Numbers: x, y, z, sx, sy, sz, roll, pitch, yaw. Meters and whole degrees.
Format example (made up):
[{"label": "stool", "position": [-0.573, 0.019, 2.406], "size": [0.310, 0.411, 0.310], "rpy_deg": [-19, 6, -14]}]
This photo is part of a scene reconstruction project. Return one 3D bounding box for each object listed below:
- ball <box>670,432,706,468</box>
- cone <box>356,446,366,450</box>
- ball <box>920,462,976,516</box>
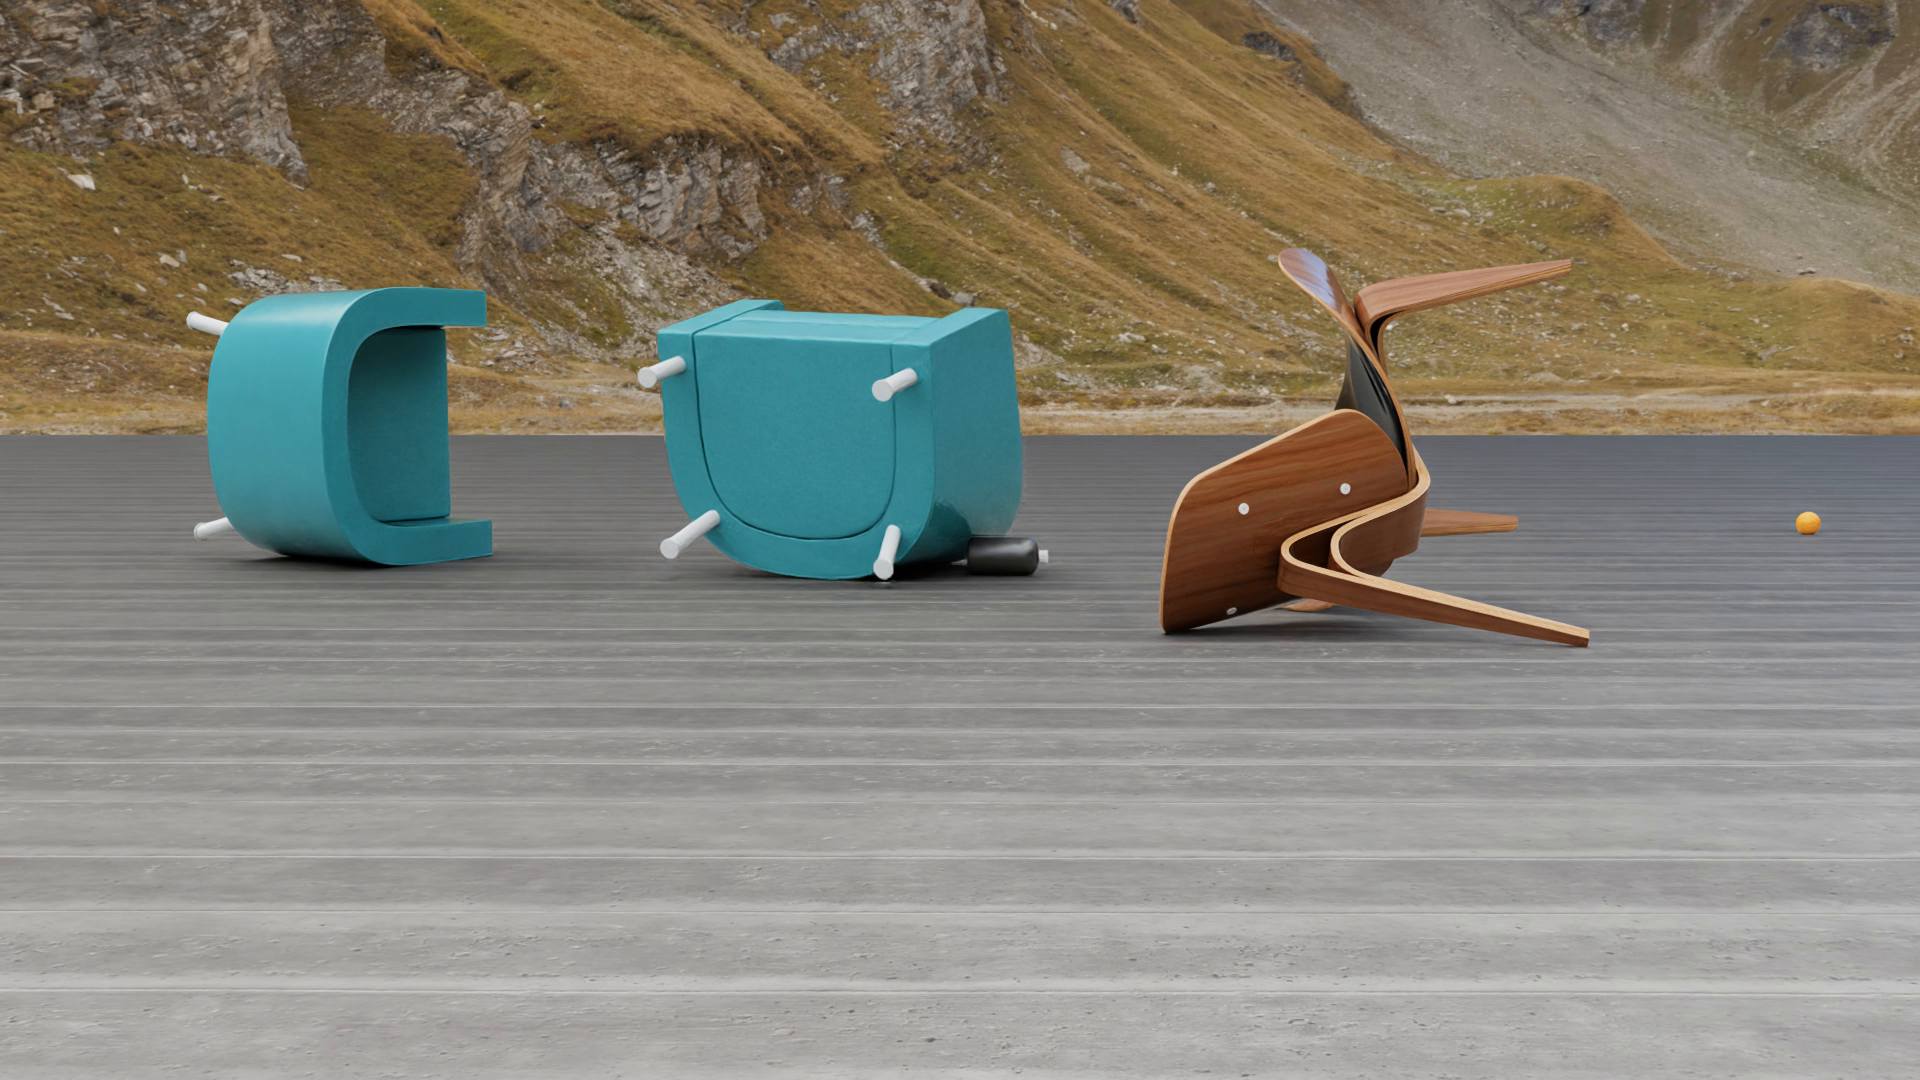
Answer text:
[{"label": "ball", "position": [-1.535, -0.506, 12.435], "size": [0.202, 0.202, 0.202], "rpy_deg": [0, 4, 0]}, {"label": "cone", "position": [-4.381, -0.664, 16.081], "size": [0.063, 0.036, 0.054], "rpy_deg": [16, 21, -15]}, {"label": "ball", "position": [-0.043, -0.179, 7.754], "size": [0.192, 0.192, 0.192], "rpy_deg": [0, 4, 0]}]
